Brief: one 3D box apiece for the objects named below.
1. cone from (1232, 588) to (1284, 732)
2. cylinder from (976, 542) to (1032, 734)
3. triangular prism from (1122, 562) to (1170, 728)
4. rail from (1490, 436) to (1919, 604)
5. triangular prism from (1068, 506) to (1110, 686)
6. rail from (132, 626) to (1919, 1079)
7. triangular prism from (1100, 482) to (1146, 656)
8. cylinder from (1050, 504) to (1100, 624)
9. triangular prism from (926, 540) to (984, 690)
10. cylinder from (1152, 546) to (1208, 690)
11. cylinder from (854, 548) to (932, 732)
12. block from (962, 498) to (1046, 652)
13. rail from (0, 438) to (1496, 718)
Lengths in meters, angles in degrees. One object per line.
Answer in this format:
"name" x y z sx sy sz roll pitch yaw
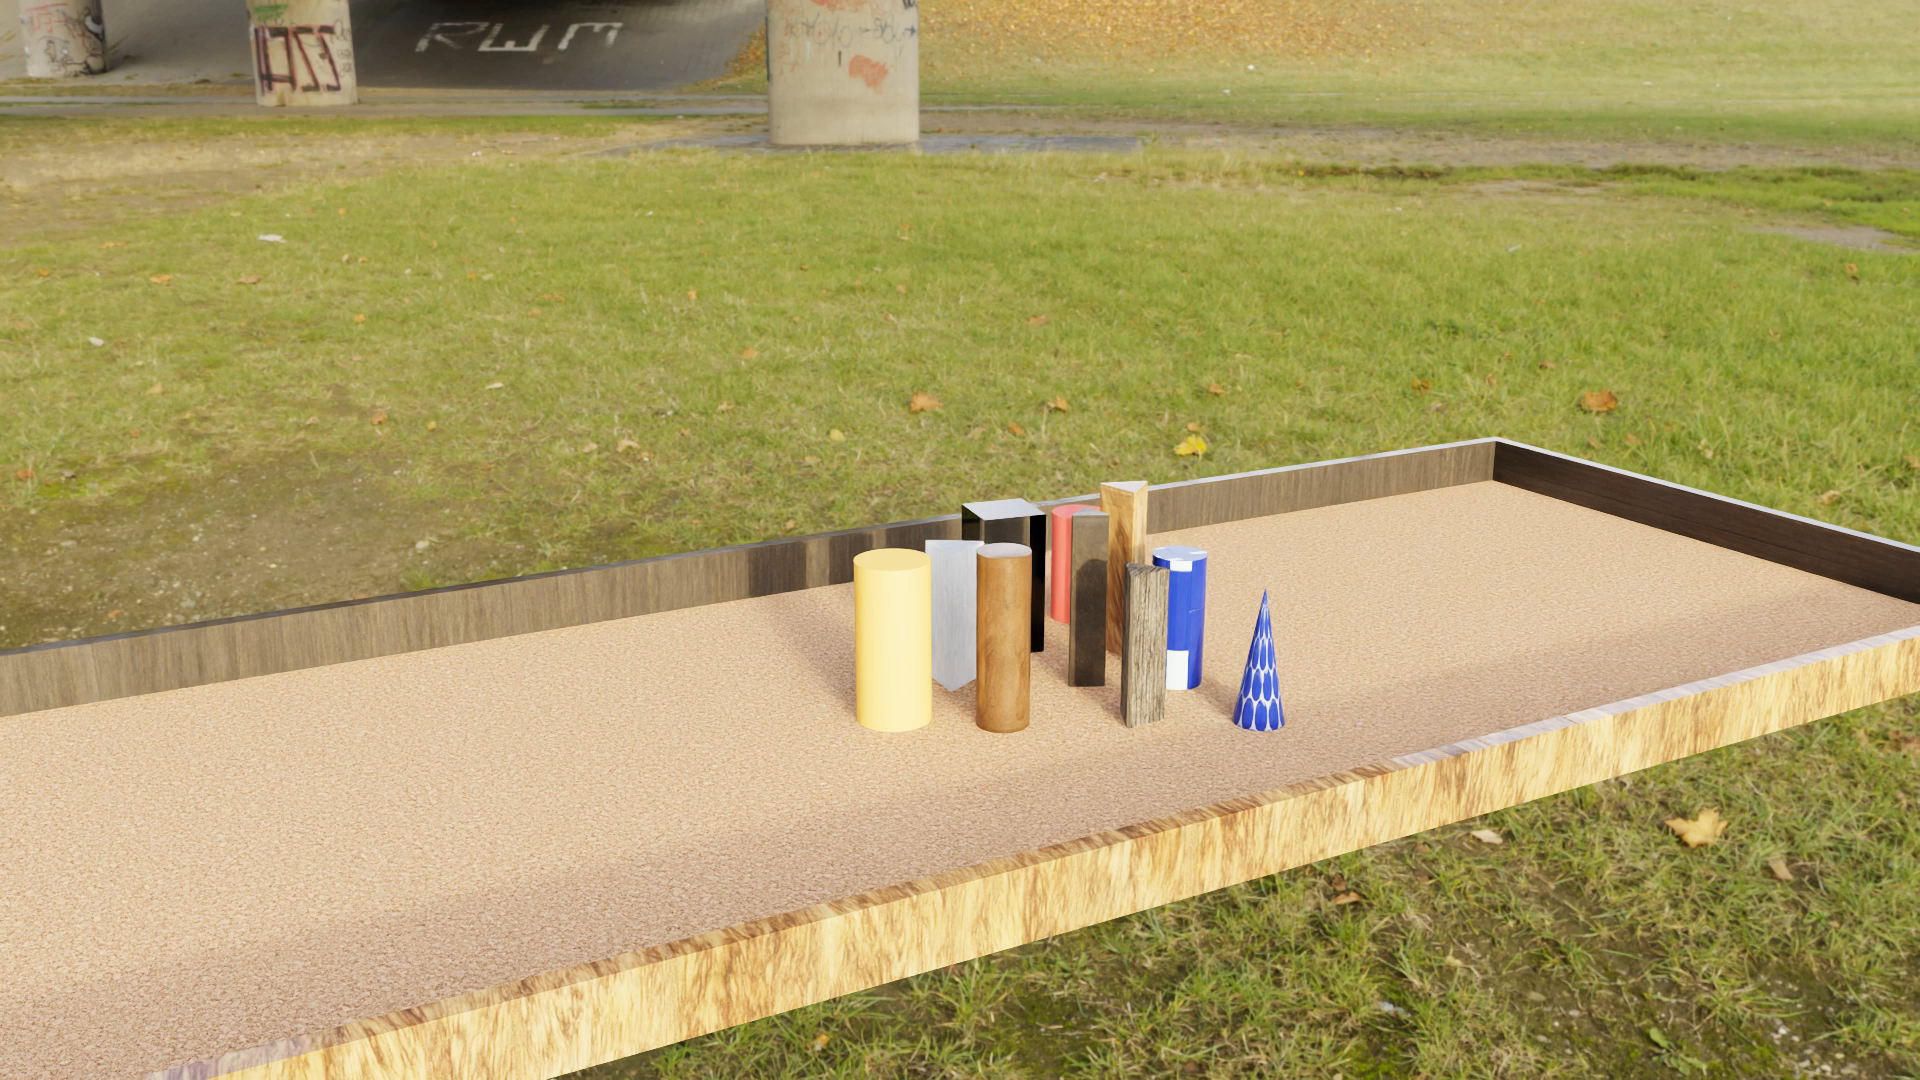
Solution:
"cone" 0.705 0.267 3.851 0.123 0.336 0.123 0 16 0
"cylinder" 0.101 0.228 3.829 0.127 0.424 0.127 0 16 0
"triangular prism" 0.413 0.242 3.870 0.110 0.373 0.095 -10 19 -31
"rail" 2.466 -0.048 5.253 0.050 0.150 2.100 -9 18 -27
"triangular prism" 0.313 0.142 4.088 0.090 0.443 0.078 -1 16 -3
"rail" -2.336 1.006 1.665 12.000 0.150 0.050 -9 18 -27
"triangular prism" 0.445 0.071 4.318 0.107 0.448 0.124 -14 21 -39
"cylinder" 0.328 0.067 4.589 0.149 0.303 0.149 0 16 0
"triangular prism" -0.033 0.179 4.123 0.123 0.352 0.143 11 19 32
"cylinder" 0.542 0.193 4.106 0.135 0.334 0.135 0 16 0
"cylinder" -0.156 0.233 3.867 0.180 0.392 0.180 0 16 0
"block" 0.113 0.099 4.350 0.170 0.376 0.170 -6 17 -19
"rail" -3.305 0.497 3.399 12.000 0.150 0.050 -9 18 -27
